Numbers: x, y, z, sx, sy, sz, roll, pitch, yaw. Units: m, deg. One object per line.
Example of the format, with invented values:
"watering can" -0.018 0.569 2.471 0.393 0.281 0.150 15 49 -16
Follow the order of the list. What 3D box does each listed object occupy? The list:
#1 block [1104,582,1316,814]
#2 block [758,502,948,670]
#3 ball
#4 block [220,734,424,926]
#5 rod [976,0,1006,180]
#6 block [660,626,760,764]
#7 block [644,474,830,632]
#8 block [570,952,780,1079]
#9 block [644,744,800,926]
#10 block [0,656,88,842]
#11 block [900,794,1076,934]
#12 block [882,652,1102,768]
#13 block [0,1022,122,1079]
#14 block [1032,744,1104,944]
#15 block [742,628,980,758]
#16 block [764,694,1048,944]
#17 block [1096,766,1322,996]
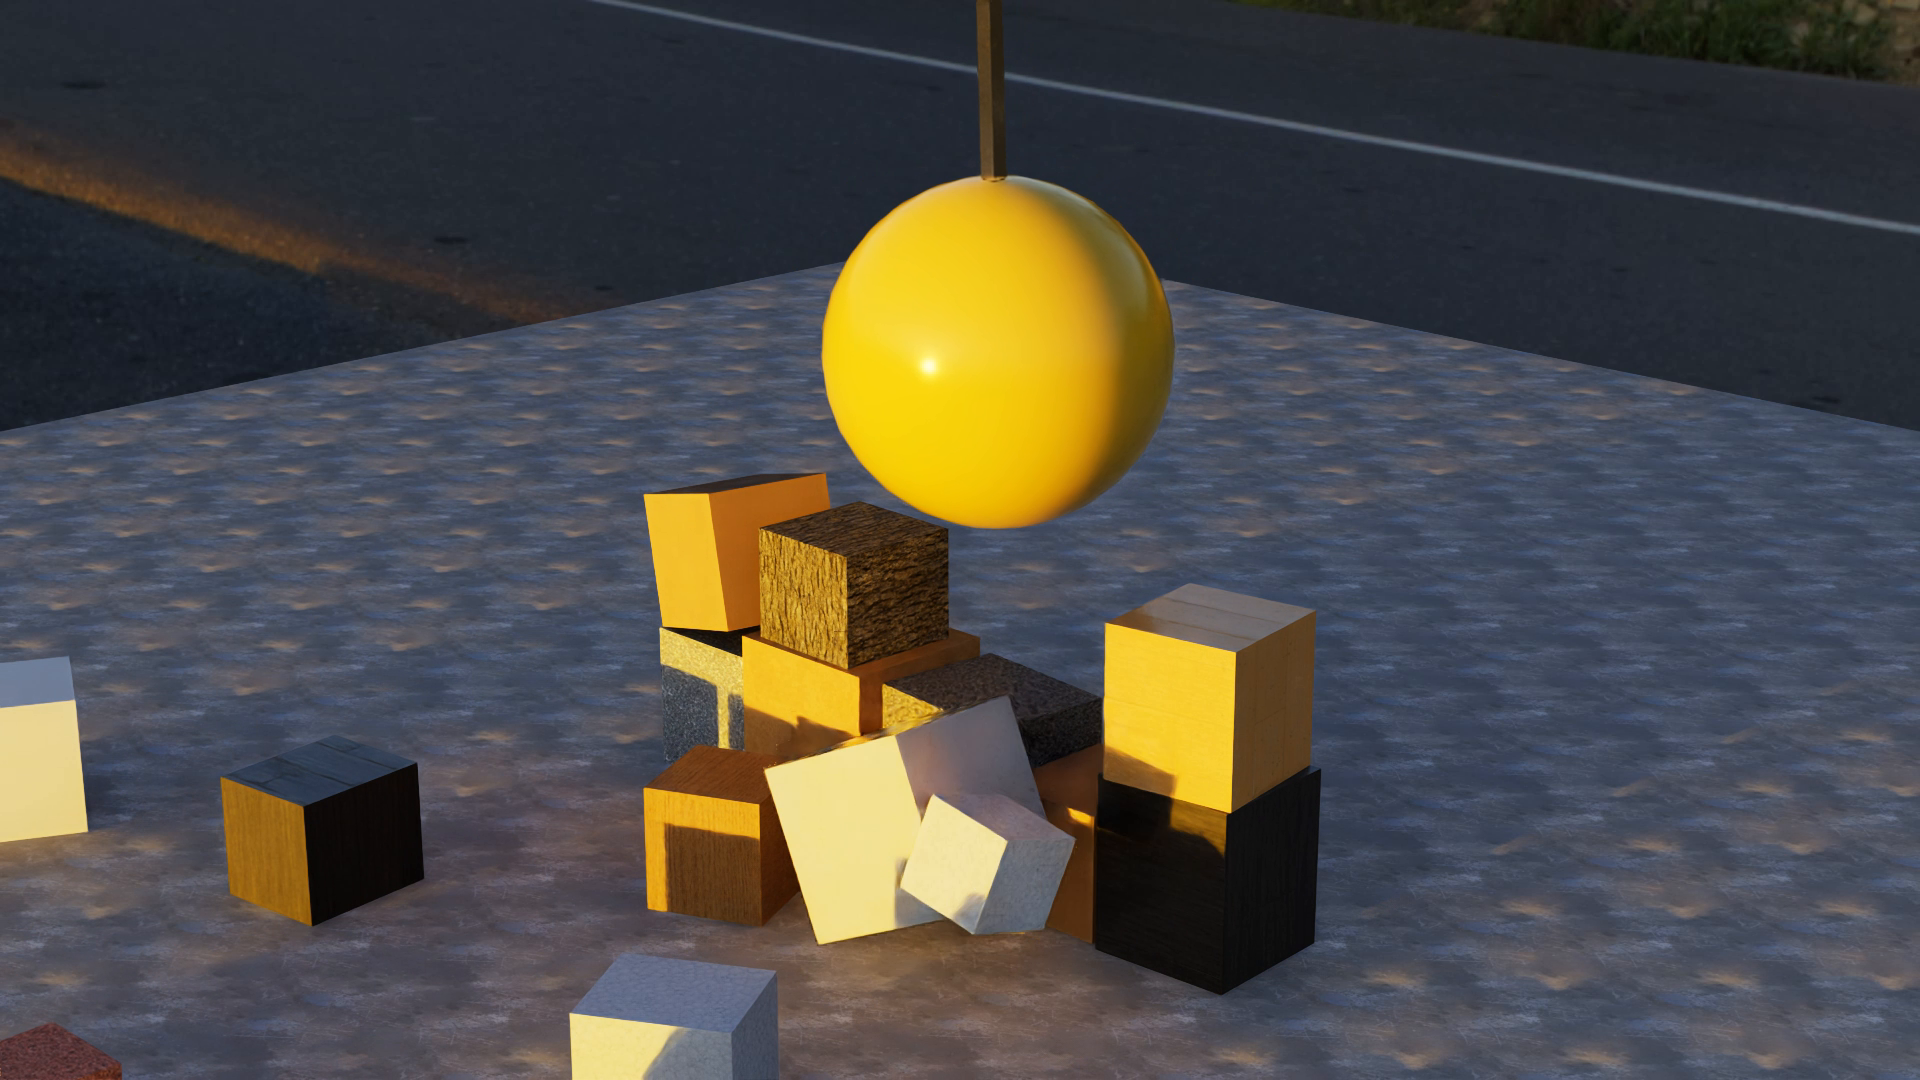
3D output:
"block" 1.053 0.654 12.373 0.627 0.700 0.657 12 21 34
"block" -0.502 0.204 13.900 0.640 0.544 0.627 -16 23 -41
"ball" 0.173 -0.848 13.256 1.600 1.600 1.600 0 17 0
"block" -2.875 1.303 13.249 0.564 0.570 0.657 13 22 36
"rod" 0.075 -4.060 12.144 0.080 5.200 0.080 17 26 42
"block" -1.029 0.786 14.649 0.611 0.716 0.700 -17 24 -42
"block" -1.066 0.052 14.432 0.649 0.665 0.695 -11 6 -32
"block" -1.065 1.976 11.052 0.627 0.602 0.533 5 18 14
"block" -1.038 1.321 13.171 0.557 0.582 0.553 6 19 19
"block" -4.623 1.015 14.006 0.793 0.666 0.646 -6 18 -18
"block" 0.112 1.300 11.816 0.426 0.409 0.446 28 14 38
"block" 0.144 1.075 13.576 0.659 0.808 0.789 -14 22 -37
"block" -3.370 2.133 10.734 0.478 0.494 0.432 16 23 41
"block" 0.606 1.343 13.077 0.565 0.596 0.660 16 24 42
"block" -0.473 0.874 14.120 0.787 0.866 0.817 -17 24 -42
"block" -0.202 1.209 12.671 0.841 0.792 0.721 -18 -1 44
"block" 1.065 1.374 12.610 0.675 0.817 0.680 15 23 39
